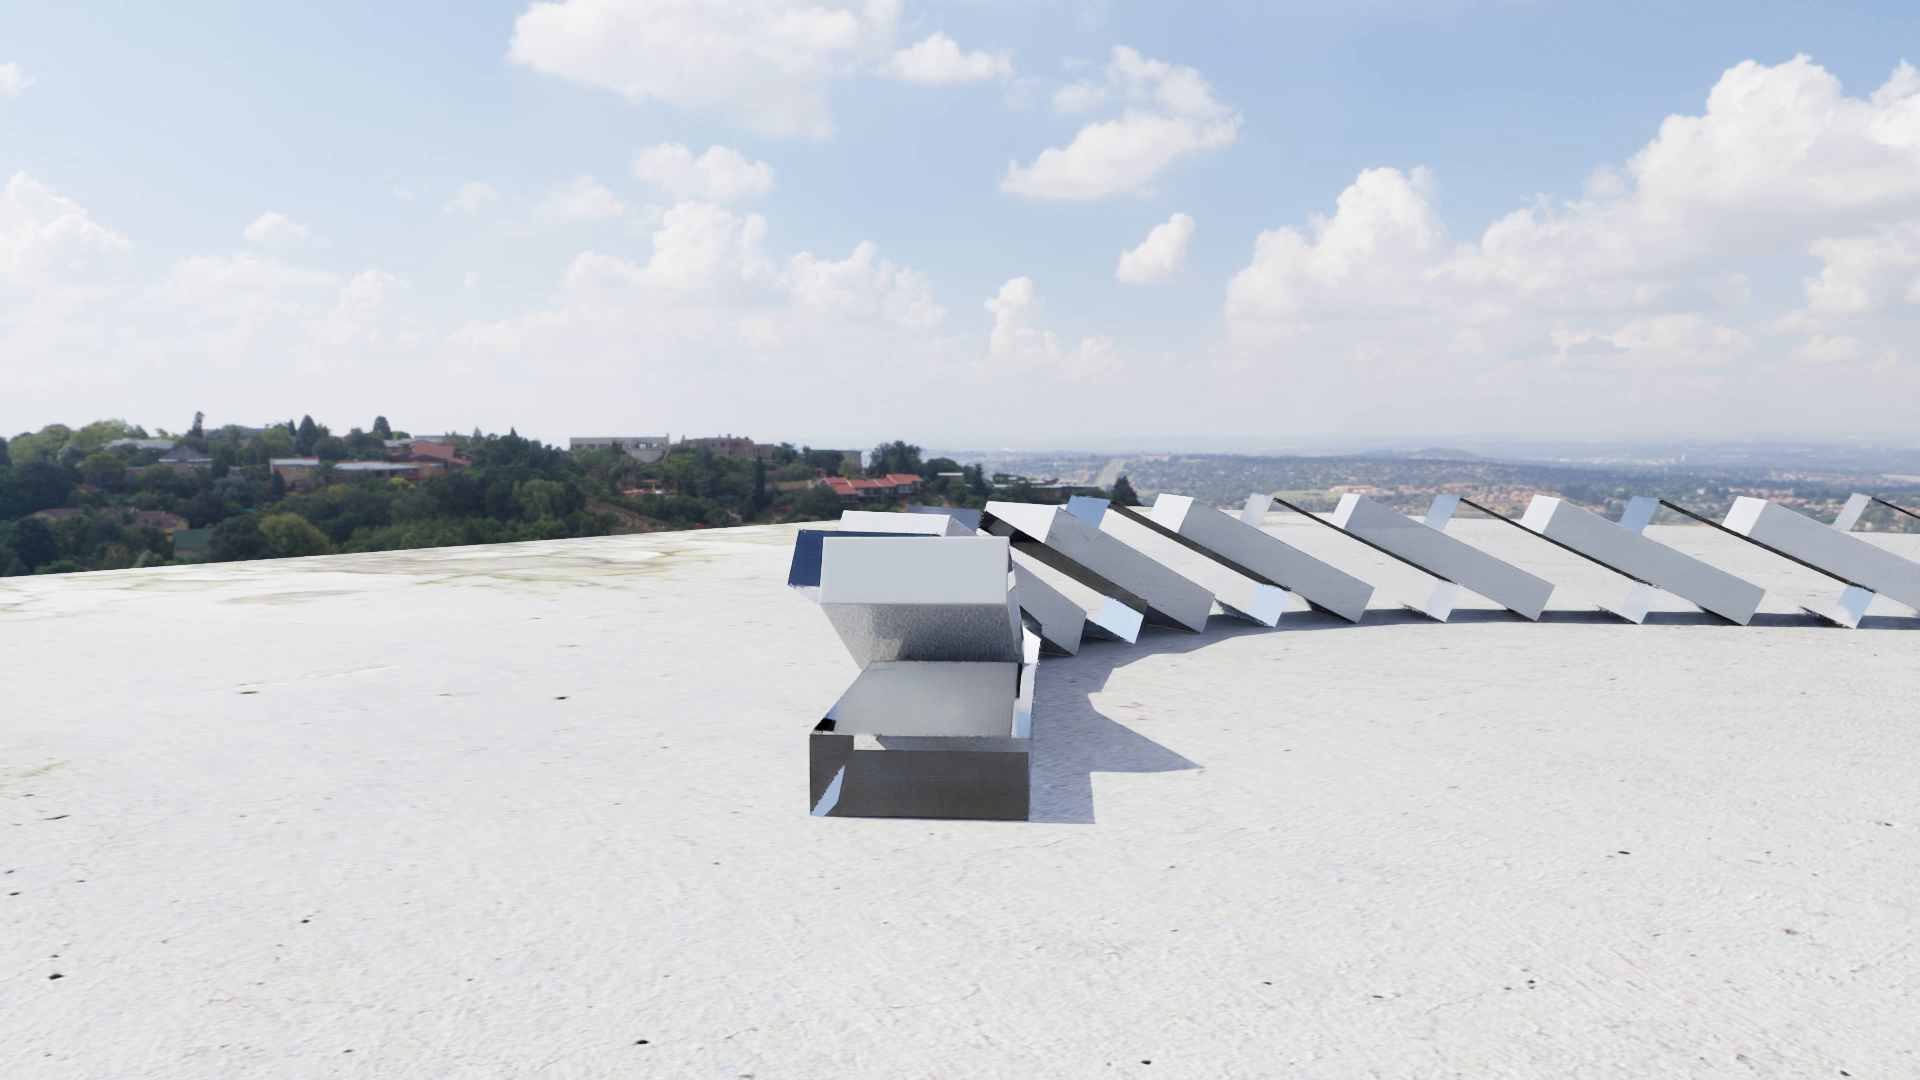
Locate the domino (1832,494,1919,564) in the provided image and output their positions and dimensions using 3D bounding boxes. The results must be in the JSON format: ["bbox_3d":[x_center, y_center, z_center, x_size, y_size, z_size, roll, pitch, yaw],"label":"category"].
[{"bbox_3d":[0.236,0.005,0.301,0.050,0.009,0.025,30,16,22],"label":"domino"}]

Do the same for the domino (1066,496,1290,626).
[{"bbox_3d":[0.050,0.005,0.303,0.050,0.009,0.025,25,-3,-16],"label":"domino"}]

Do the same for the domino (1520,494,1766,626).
[{"bbox_3d":[0.166,0.004,0.314,0.050,0.010,0.025,26,9,8],"label":"domino"}]

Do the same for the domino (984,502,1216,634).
[{"bbox_3d":[0.030,0.006,0.286,0.050,0.009,0.025,27,-11,-32],"label":"domino"}]

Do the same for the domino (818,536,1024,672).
[{"bbox_3d":[-0.004,0.013,0.194,0.025,0.009,0.050,0,-21,6],"label":"domino"}]

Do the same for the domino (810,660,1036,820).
[{"bbox_3d":[-0.003,0.025,0.170,0.025,0.009,0.050,0,4,4],"label":"domino"}]

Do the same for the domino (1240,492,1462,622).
[{"bbox_3d":[0.095,0.004,0.318,0.050,0.009,0.025,25,4,-1],"label":"domino"}]

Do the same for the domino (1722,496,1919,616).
[{"bbox_3d":[0.212,0.005,0.306,0.050,0.009,0.025,27,12,14],"label":"domino"}]

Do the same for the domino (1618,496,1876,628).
[{"bbox_3d":[0.189,0.004,0.311,0.050,0.009,0.025,26,10,11],"label":"domino"}]

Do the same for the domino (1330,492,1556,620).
[{"bbox_3d":[0.119,0.003,0.320,0.050,0.009,0.025,26,7,6],"label":"domino"}]

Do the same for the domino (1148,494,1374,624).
[{"bbox_3d":[0.072,0.004,0.312,0.050,0.010,0.025,25,0,-10],"label":"domino"}]

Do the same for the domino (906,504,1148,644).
[{"bbox_3d":[0.013,0.007,0.270,0.050,0.009,0.025,28,-14,-36],"label":"domino"}]

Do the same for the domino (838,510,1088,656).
[{"bbox_3d":[0.001,0.009,0.247,0.025,0.009,0.050,3,-20,37],"label":"domino"}]

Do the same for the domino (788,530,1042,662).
[{"bbox_3d":[-0.006,0.012,0.222,0.025,0.010,0.050,2,-19,24],"label":"domino"}]

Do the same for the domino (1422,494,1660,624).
[{"bbox_3d":[0.142,0.004,0.317,0.050,0.009,0.025,26,8,6],"label":"domino"}]
